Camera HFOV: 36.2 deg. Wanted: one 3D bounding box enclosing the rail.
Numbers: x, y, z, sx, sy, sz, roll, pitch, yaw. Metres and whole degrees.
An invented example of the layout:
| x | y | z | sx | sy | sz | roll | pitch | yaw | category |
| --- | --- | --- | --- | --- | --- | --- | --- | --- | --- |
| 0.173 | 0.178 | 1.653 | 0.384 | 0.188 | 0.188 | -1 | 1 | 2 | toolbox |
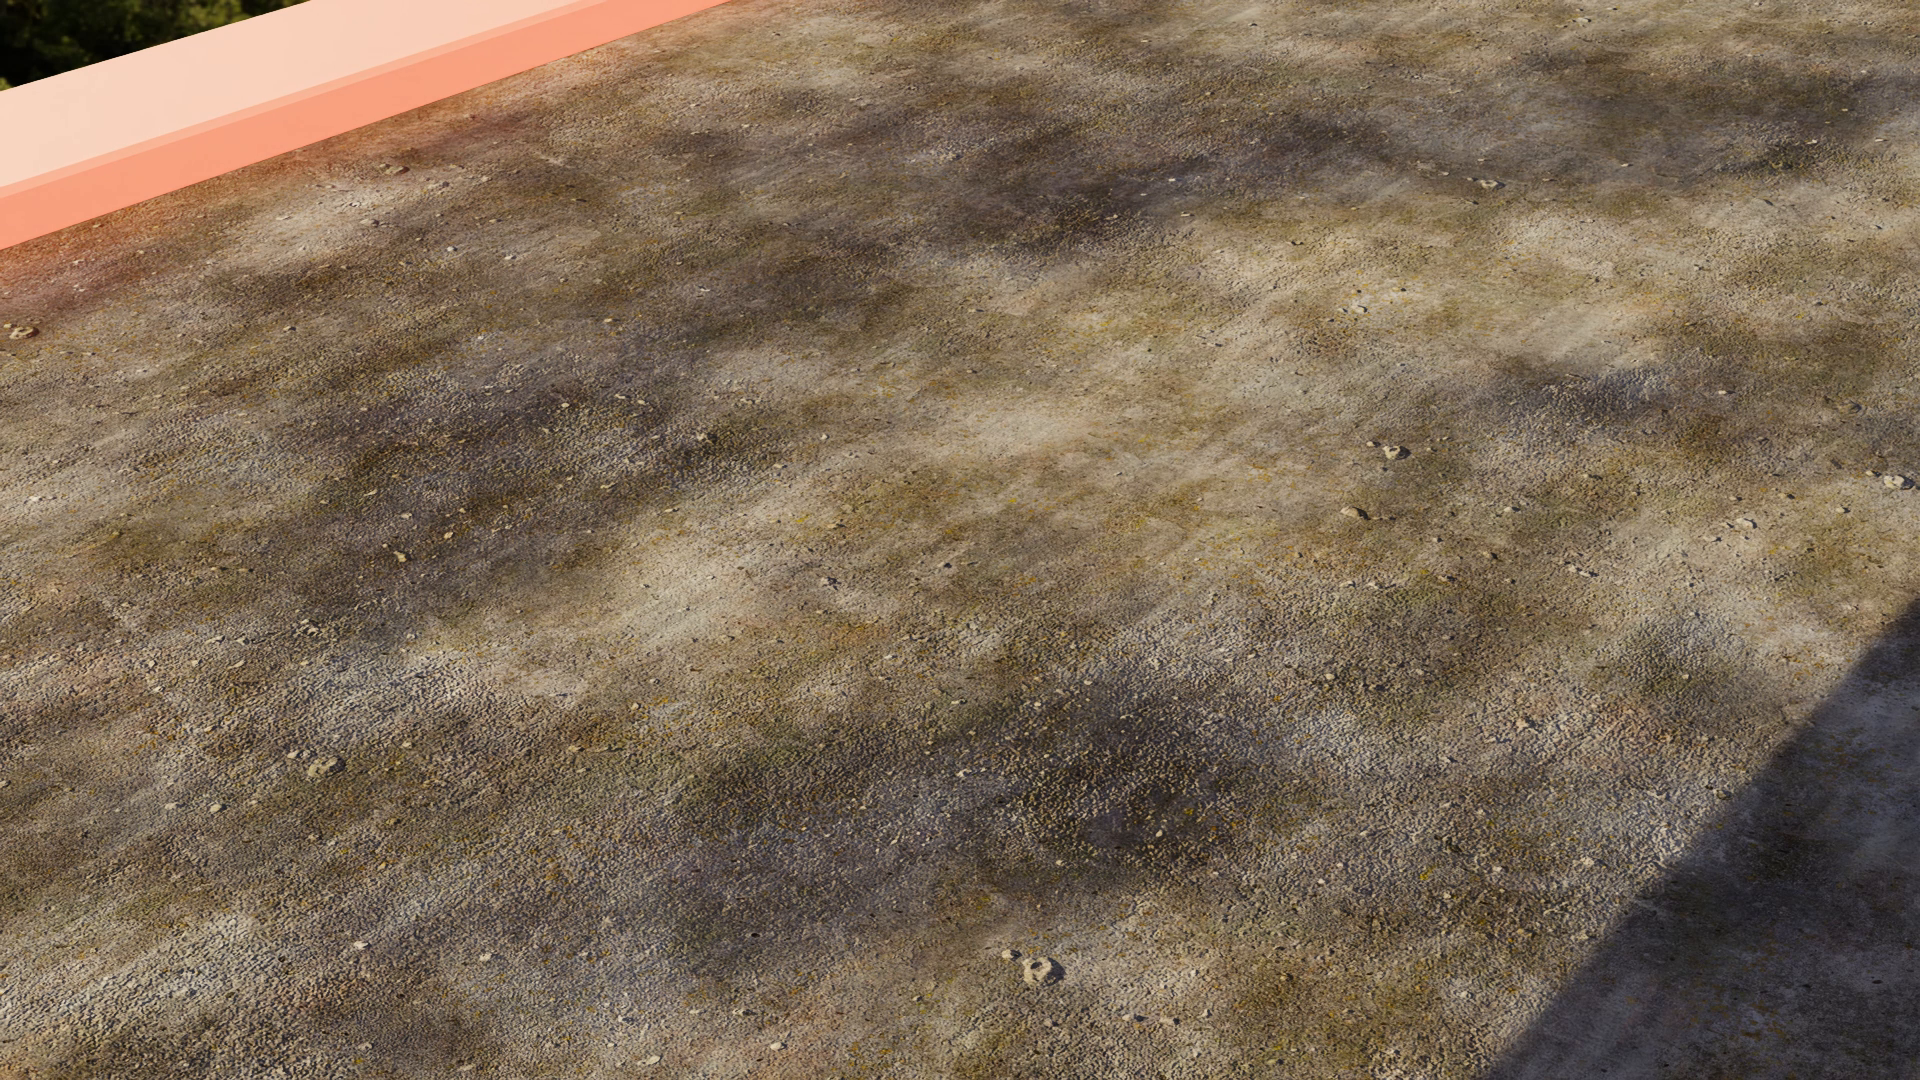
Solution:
| x | y | z | sx | sy | sz | roll | pitch | yaw | category |
| --- | --- | --- | --- | --- | --- | --- | --- | --- | --- |
| -0.252 | -0.596 | 2.988 | 0.045 | 0.125 | 3.755 | 17 | 30 | 31 | rail |
